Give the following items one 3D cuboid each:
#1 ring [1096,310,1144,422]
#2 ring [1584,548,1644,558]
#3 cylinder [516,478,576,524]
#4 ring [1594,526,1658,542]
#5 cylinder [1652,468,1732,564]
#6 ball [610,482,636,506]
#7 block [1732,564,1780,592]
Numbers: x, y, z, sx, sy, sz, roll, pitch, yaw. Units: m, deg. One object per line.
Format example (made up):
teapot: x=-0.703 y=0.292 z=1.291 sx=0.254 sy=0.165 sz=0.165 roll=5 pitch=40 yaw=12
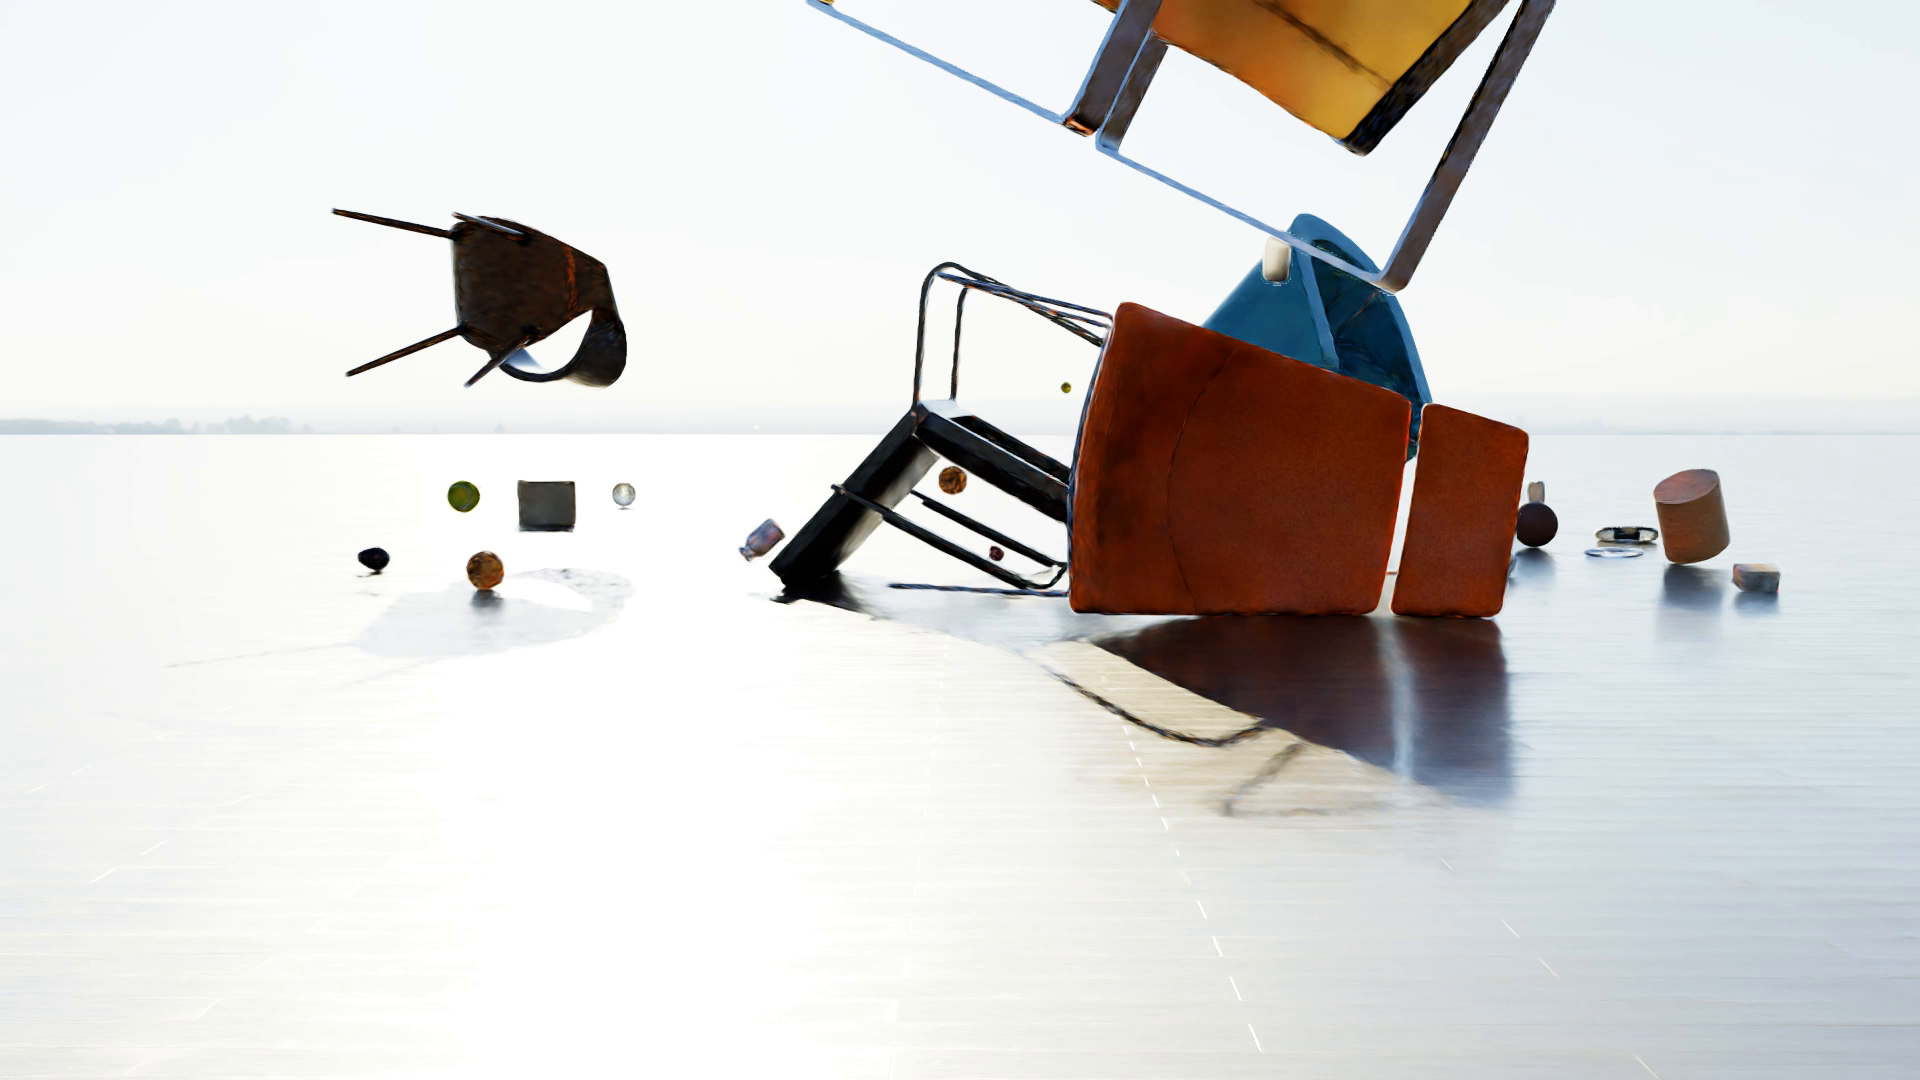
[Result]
ring: x=0.538 y=-0.579 z=7.338 sx=0.092 sy=0.374 sz=0.429 roll=8 pitch=-1 yaw=17
ring: x=1.751 y=0.034 z=5.885 sx=0.156 sy=0.024 sz=0.088 roll=1 pitch=3 yaw=17
cylinder: x=-1.375 y=-0.128 z=7.311 sx=0.208 sy=0.147 sz=0.083 roll=1 pitch=6 yaw=12
ring: x=1.968 y=-0.018 z=6.492 sx=0.184 sy=0.044 sz=0.132 roll=0 pitch=3 yaw=16
cylinder: x=1.885 y=-0.062 z=5.659 sx=0.185 sy=0.180 sz=0.152 roll=-32 pitch=27 yaw=-23
ball: x=-1.280 y=-0.175 z=8.376 sx=0.098 sy=0.098 sz=0.098 roll=0 pitch=4 yaw=0
block: x=1.776 y=0.083 z=4.905 sx=0.083 sy=0.046 sz=0.063 roll=0 pitch=17 yaw=-1
